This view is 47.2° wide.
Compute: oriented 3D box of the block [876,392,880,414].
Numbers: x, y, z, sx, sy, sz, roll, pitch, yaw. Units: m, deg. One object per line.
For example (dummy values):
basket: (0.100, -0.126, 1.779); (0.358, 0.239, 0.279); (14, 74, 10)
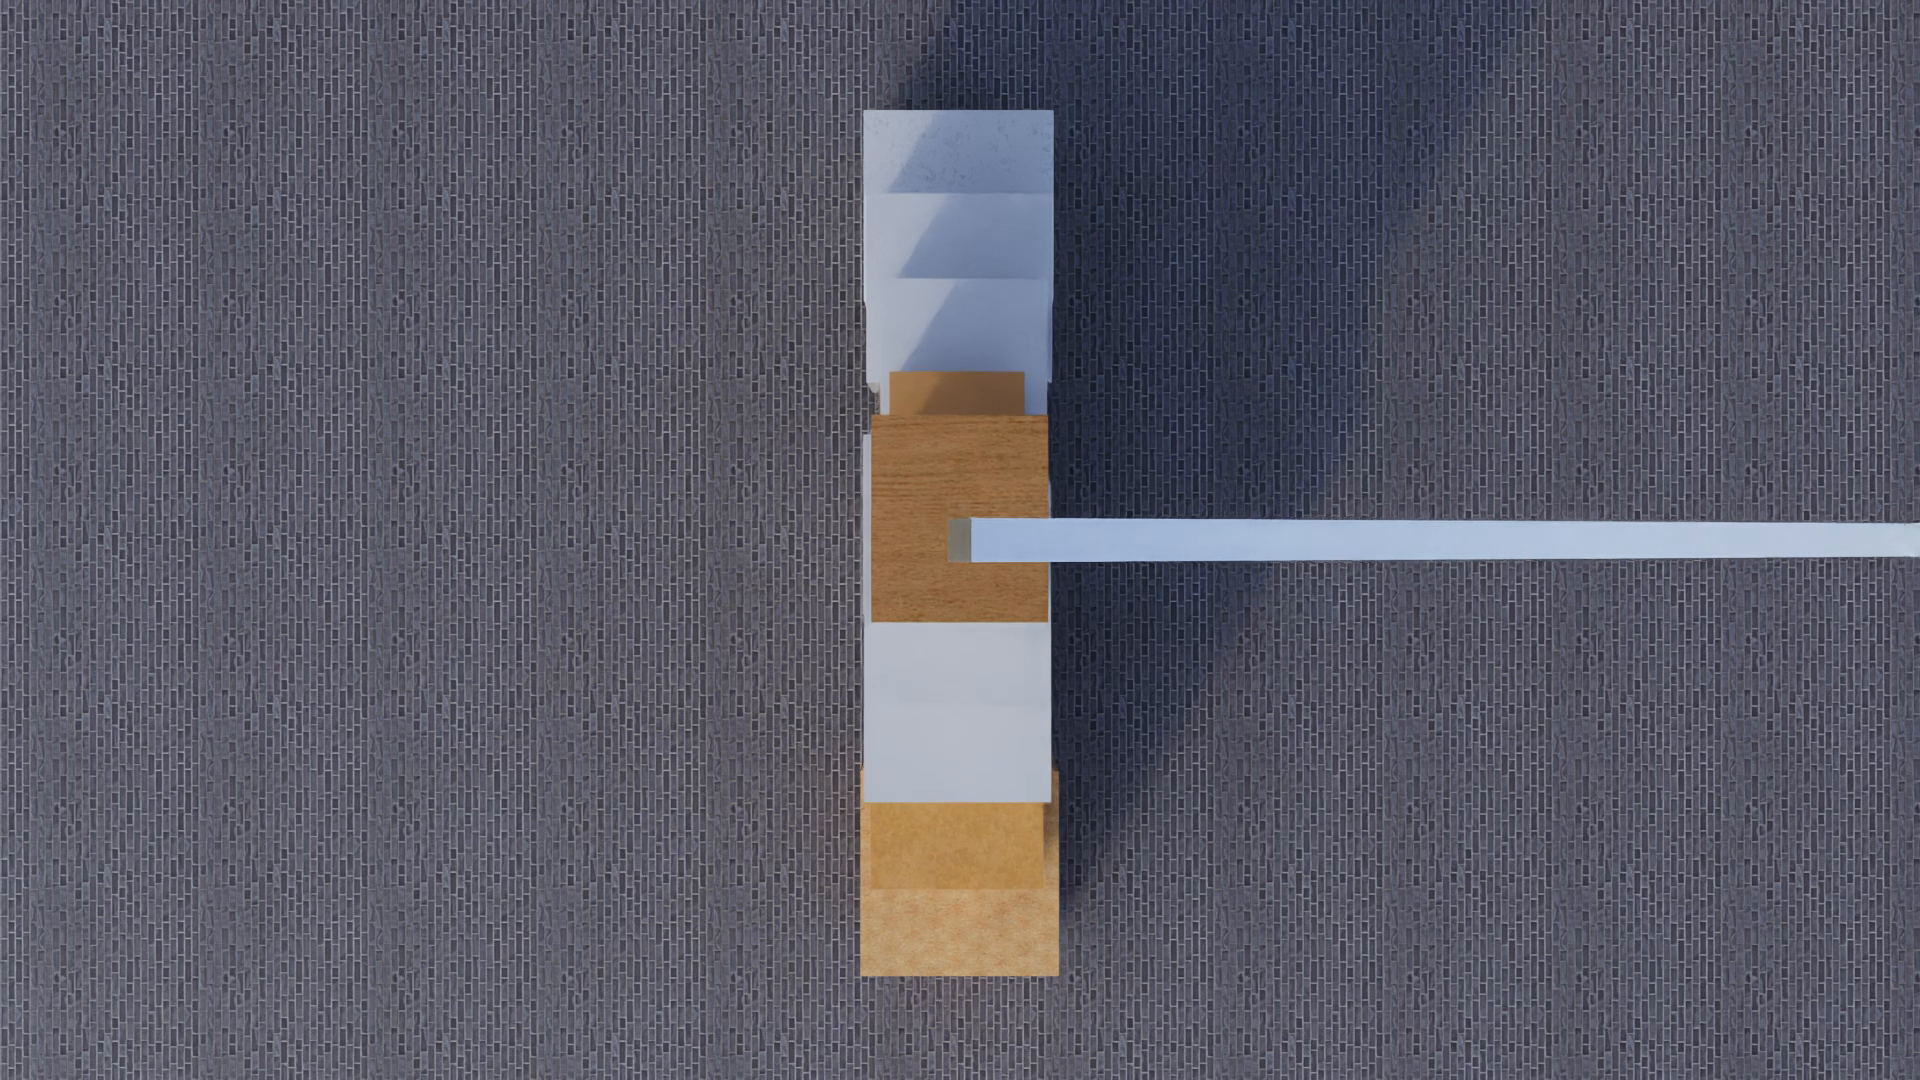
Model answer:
block: (-0.003, -0.832, 12.610); (0.930, 0.779, 0.941); (0, 90, 0)

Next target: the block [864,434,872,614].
block: (-0.019, -0.054, 9.058); (0.733, 0.636, 0.716); (0, 89, 0)

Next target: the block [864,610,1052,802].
block: (-0.011, 0.781, 10.672); (0.869, 0.921, 0.890); (0, 89, 0)

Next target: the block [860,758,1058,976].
block: (-0.002, 1.808, 12.461); (1.076, 1.078, 1.113); (0, 90, 0)

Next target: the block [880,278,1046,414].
block: (0.018, -0.840, 10.900); (0.795, 0.768, 0.822); (0, 90, 0)

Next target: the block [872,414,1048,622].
block: (-0.001, -0.069, 8.359); (0.641, 0.762, 0.754); (0, 89, 0)

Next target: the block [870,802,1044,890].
block: (-0.015, 1.320, 11.522); (0.873, 0.797, 0.907); (0, 89, 0)

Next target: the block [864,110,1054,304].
block: (-0.007, -1.839, 12.549); (1.046, 0.903, 1.051); (0, 90, 0)

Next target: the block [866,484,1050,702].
block: (-0.005, 0.237, 9.796); (0.785, 0.854, 0.930); (0, 89, 0)

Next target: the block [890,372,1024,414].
block: (-0.014, -0.492, 10.224); (0.610, 0.582, 0.536); (0, 90, 0)

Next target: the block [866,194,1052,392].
block: (-0.003, -1.294, 11.691); (0.953, 0.813, 0.971); (0, 90, 0)

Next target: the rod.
rod: (2.212, 0.000, 5.337); (5.200, 0.080, 0.080); (0, 90, -32)
